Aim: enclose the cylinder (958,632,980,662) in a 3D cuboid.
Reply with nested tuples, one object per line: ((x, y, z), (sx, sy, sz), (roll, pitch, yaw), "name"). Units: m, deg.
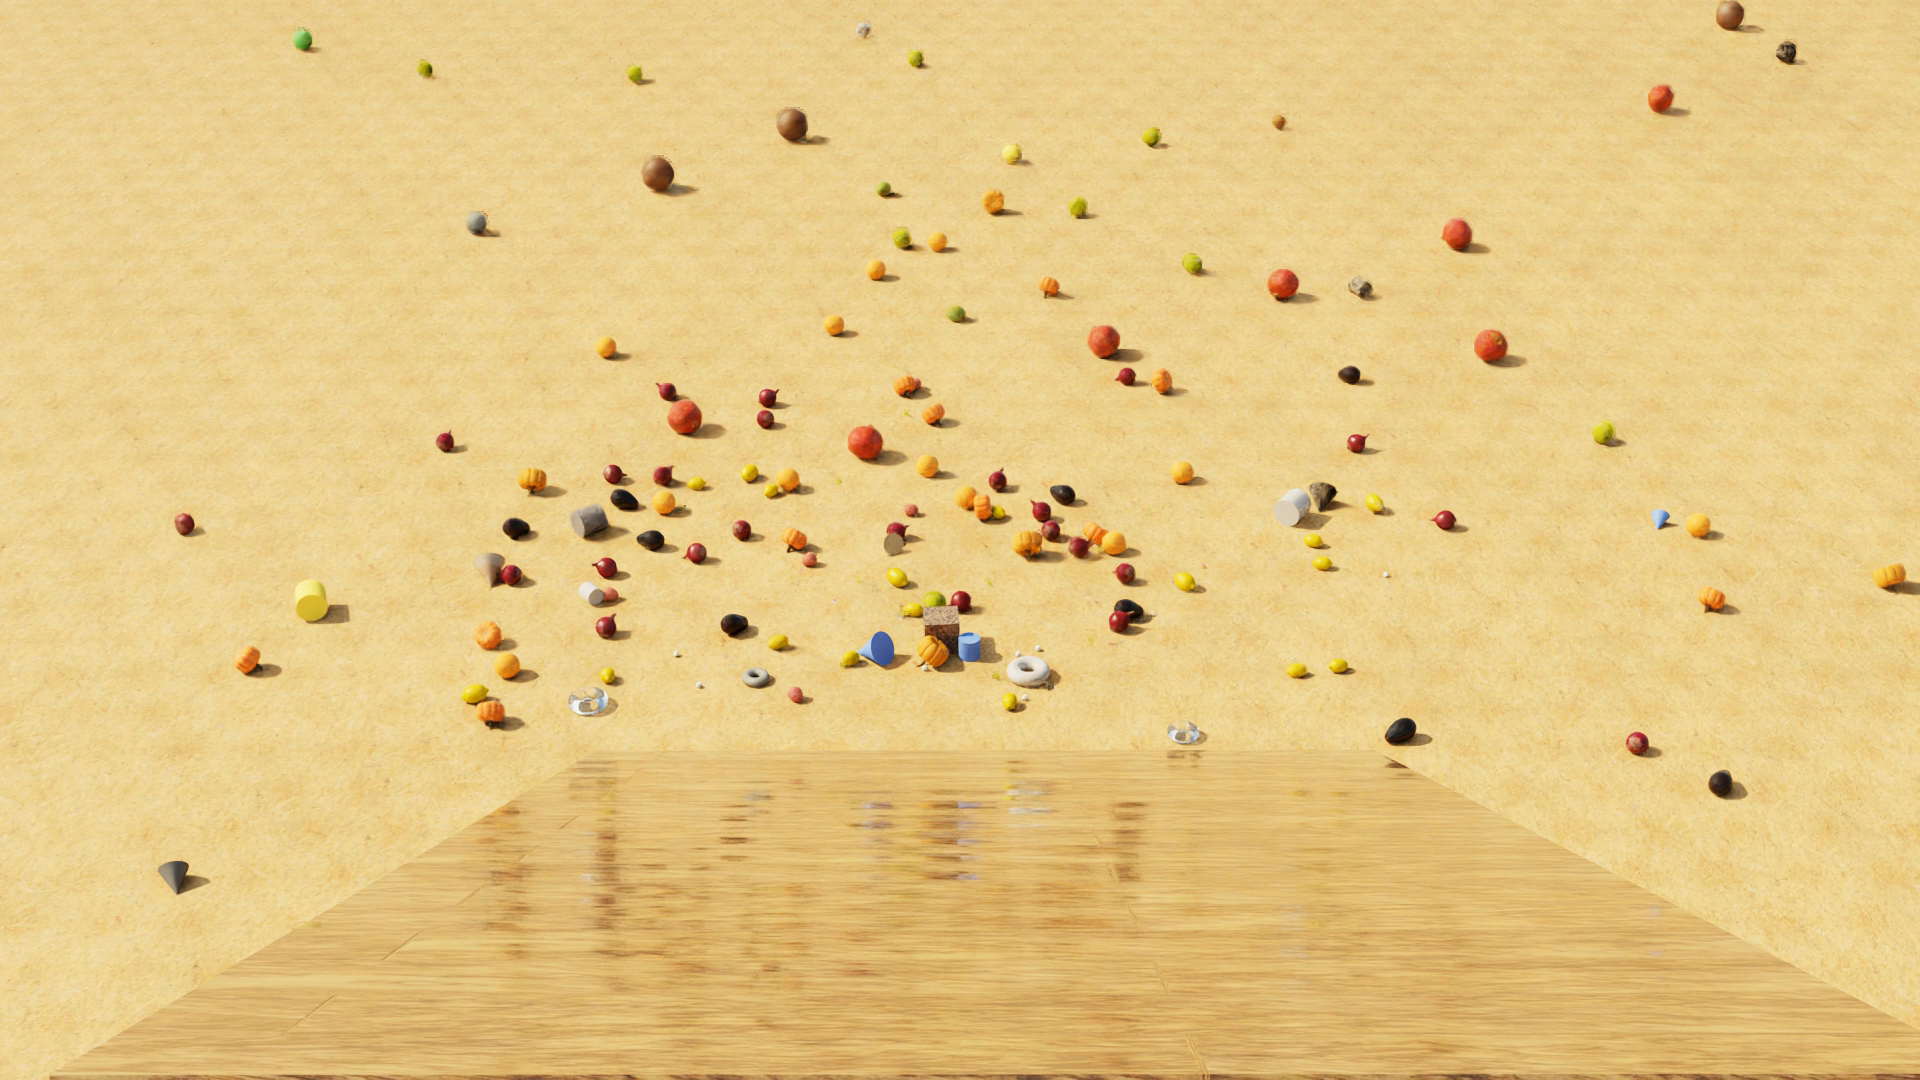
((0.026, 0.298, 7.188), (0.060, 0.060, 0.060), (0, 30, 0), "cylinder")

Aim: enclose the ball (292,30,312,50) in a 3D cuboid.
((-2.956, -2.248, 11.625), (0.089, 0.089, 0.089), (0, 30, 0), "ball")

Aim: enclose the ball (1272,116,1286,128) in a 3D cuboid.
((1.328, -1.739, 10.765), (0.056, 0.056, 0.056), (0, 30, 0), "ball")

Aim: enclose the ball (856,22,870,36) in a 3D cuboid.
((-0.440, -2.325, 11.785), (0.065, 0.065, 0.065), (0, 30, 0), "ball")

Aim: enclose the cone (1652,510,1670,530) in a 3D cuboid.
((2.117, -0.053, 7.838), (0.057, 0.057, 0.057), (10, 58, 18), "cone")

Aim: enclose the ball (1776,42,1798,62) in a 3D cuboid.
((3.668, -2.165, 11.481), (0.089, 0.089, 0.089), (0, 30, 0), "ball")

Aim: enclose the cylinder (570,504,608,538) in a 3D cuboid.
((-1.117, -0.058, 7.791), (0.081, 0.081, 0.081), (-21, 36, -32), "cylinder")

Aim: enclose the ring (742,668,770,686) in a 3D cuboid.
((-0.560, 0.376, 7.086), (0.077, 0.026, 0.077), (0, 31, 0), "ring")

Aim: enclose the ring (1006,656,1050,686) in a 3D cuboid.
((0.188, 0.360, 7.100), (0.121, 0.040, 0.121), (-1, 31, 0), "ring")

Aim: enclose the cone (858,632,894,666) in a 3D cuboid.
((-0.250, 0.307, 7.189), (0.096, 0.096, 0.096), (-11, 18, 40), "cone")

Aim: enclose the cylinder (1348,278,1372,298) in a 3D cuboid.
((1.438, -0.907, 9.302), (0.059, 0.059, 0.059), (-20, 35, -31), "cylinder")

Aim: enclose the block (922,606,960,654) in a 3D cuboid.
((-0.053, 0.252, 7.230), (0.098, 0.098, 0.098), (-2, 30, -3), "block")

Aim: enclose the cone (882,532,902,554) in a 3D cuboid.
((-0.214, 0.014, 7.716), (0.067, 0.067, 0.067), (-14, 0, -23), "cone")

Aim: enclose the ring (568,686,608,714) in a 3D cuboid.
((-1.003, 0.433, 6.976), (0.109, 0.036, 0.109), (-1, 31, 0), "ring")

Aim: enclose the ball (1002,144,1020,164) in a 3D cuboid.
((0.208, -1.557, 10.428), (0.075, 0.075, 0.075), (0, 30, 0), "ball")

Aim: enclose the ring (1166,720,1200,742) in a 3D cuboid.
((0.591, 0.508, 6.852), (0.088, 0.029, 0.088), (0, 28, 0), "ring")

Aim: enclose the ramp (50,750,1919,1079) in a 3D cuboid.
((0.066, 0.593, 4.648), (2.000, 0.100, 4.000), (0, 0, 0), "ramp")

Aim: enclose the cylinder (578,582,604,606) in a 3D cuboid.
((-1.062, 0.154, 7.449), (0.053, 0.053, 0.053), (-22, 36, -33), "cylinder")

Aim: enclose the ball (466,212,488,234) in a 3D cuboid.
((-1.831, -1.201, 9.797), (0.080, 0.080, 0.080), (0, 30, 0), "ball")

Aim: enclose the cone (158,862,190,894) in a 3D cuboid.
((-1.905, 0.830, 6.281), (0.075, 0.075, 0.075), (-6, 63, -10), "cone")

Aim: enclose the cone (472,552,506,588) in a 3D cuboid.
((-1.371, 0.102, 7.549), (0.095, 0.095, 0.095), (-5, 57, -9), "cone")

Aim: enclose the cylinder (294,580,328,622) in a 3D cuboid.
((-1.852, 0.172, 7.382), (0.087, 0.087, 0.087), (-8, 30, -13), "cylinder")
